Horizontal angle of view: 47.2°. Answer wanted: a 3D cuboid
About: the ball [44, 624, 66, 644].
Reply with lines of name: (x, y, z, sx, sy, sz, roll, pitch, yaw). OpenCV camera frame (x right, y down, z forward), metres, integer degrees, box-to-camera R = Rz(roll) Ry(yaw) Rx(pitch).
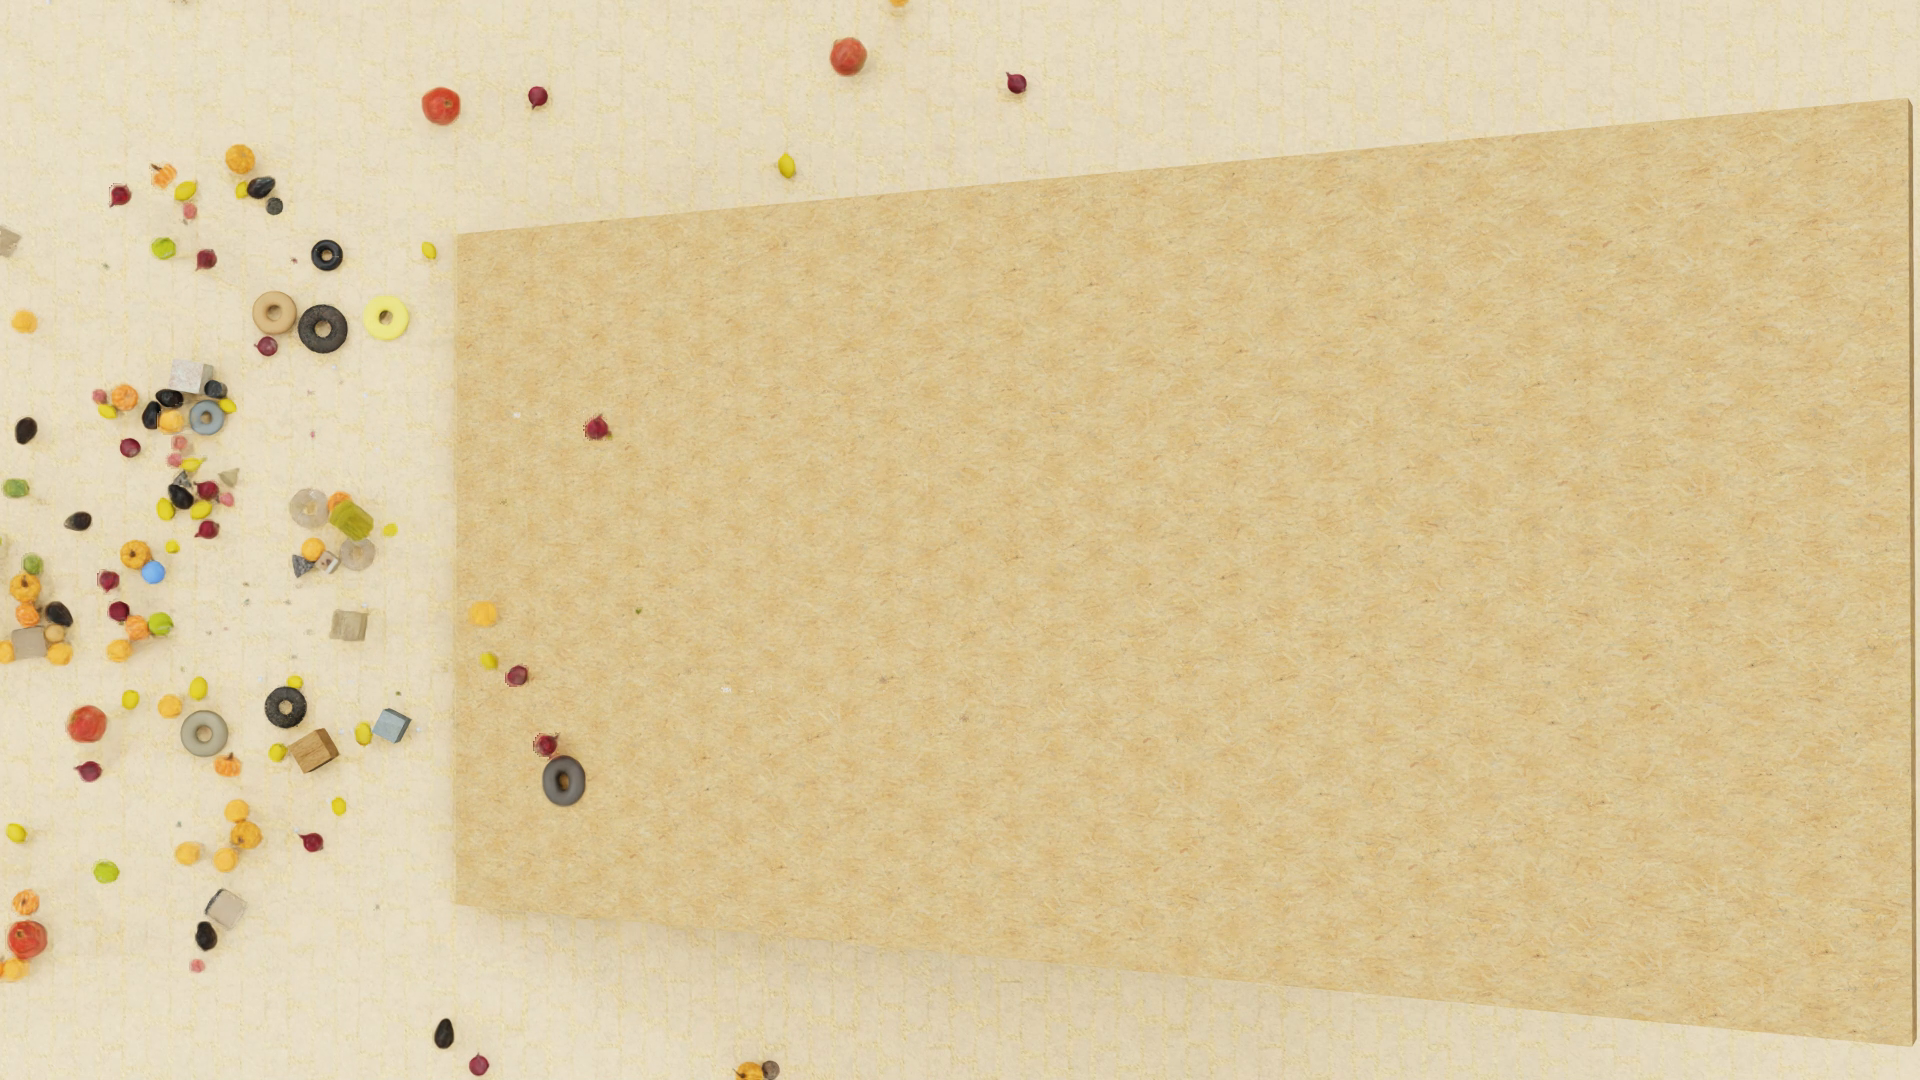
ball: (-2.723, 0.282, 6.617, 0.060, 0.060, 0.060, 0, 89, 0)

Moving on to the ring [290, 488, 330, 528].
ring: (-1.961, -0.095, 6.631, 0.123, 0.041, 0.123, 0, 90, -1)

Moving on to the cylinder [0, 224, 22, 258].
cylinder: (-2.879, -0.899, 6.621, 0.077, 0.077, 0.077, 32, 97, 0)

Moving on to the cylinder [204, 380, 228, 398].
cylinder: (-2.243, -0.453, 6.628, 0.053, 0.053, 0.053, 0, 89, 0)

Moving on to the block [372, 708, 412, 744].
block: (-1.707, 0.558, 6.606, 0.076, 0.076, 0.076, 27, 89, 0)

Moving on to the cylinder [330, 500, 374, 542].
cylinder: (-1.819, -0.058, 6.581, 0.091, 0.091, 0.091, -19, 51, 24)

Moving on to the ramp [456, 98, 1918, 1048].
ramp: (0.274, 0.076, 5.641, 4.000, 0.100, 2.000, 0, 89, 29)

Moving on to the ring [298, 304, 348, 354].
ring: (-1.921, -0.637, 6.632, 0.149, 0.050, 0.149, 0, 90, -1)

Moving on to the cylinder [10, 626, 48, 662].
cylinder: (-2.794, 0.310, 6.601, 0.092, 0.092, 0.092, -11, 89, 0)

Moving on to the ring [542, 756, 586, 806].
ring: (-1.140, 0.694, 6.328, 0.148, 0.049, 0.148, -1, 87, 29)

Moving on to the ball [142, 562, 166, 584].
ball: (-2.426, 0.096, 6.616, 0.066, 0.066, 0.066, 0, 89, 0)

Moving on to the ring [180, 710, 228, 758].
ring: (-2.275, 0.583, 6.620, 0.143, 0.048, 0.143, 0, 91, 1)

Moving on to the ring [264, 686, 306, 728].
ring: (-2.031, 0.504, 6.624, 0.127, 0.042, 0.127, 0, 88, 0)

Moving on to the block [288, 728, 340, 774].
block: (-1.937, 0.632, 6.596, 0.096, 0.096, 0.096, -31, 90, 0)

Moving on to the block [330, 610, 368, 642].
block: (-1.835, 0.258, 6.605, 0.084, 0.084, 0.084, 8, 89, 0)

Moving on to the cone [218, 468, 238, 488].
cone: (-2.196, -0.200, 6.638, 0.060, 0.060, 0.060, 38, 63, 0)

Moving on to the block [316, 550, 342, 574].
block: (-1.901, 0.067, 6.624, 0.051, 0.051, 0.051, 37, 90, 0)

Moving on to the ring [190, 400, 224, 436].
ring: (-2.273, -0.369, 6.636, 0.109, 0.036, 0.109, 0, 89, 1)

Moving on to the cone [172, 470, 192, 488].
cone: (-2.338, -0.173, 6.639, 0.054, 0.054, 0.054, -46, 116, 0)

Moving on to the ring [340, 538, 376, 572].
ring: (-1.816, 0.039, 6.627, 0.111, 0.037, 0.111, -1, 83, 5)

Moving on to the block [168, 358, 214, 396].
block: (-2.311, -0.489, 6.608, 0.093, 0.093, 0.093, 9, 89, 0)

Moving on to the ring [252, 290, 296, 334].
ring: (-2.068, -0.686, 6.635, 0.134, 0.045, 0.134, 0, 88, 0)

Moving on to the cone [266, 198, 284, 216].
cone: (-2.077, -1.011, 6.632, 0.056, 0.056, 0.056, 0, 89, 0)

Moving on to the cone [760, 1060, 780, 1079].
cone: (-0.573, 1.599, 6.604, 0.058, 0.058, 0.058, 0, 89, 0)

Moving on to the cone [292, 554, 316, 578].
cone: (-1.967, 0.073, 6.632, 0.075, 0.075, 0.075, -10, 89, -27)

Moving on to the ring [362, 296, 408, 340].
ring: (-1.733, -0.670, 6.634, 0.138, 0.046, 0.138, 0, 90, -1)

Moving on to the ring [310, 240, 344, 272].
ring: (-1.912, -0.860, 6.642, 0.098, 0.033, 0.098, 0, 89, -1)
